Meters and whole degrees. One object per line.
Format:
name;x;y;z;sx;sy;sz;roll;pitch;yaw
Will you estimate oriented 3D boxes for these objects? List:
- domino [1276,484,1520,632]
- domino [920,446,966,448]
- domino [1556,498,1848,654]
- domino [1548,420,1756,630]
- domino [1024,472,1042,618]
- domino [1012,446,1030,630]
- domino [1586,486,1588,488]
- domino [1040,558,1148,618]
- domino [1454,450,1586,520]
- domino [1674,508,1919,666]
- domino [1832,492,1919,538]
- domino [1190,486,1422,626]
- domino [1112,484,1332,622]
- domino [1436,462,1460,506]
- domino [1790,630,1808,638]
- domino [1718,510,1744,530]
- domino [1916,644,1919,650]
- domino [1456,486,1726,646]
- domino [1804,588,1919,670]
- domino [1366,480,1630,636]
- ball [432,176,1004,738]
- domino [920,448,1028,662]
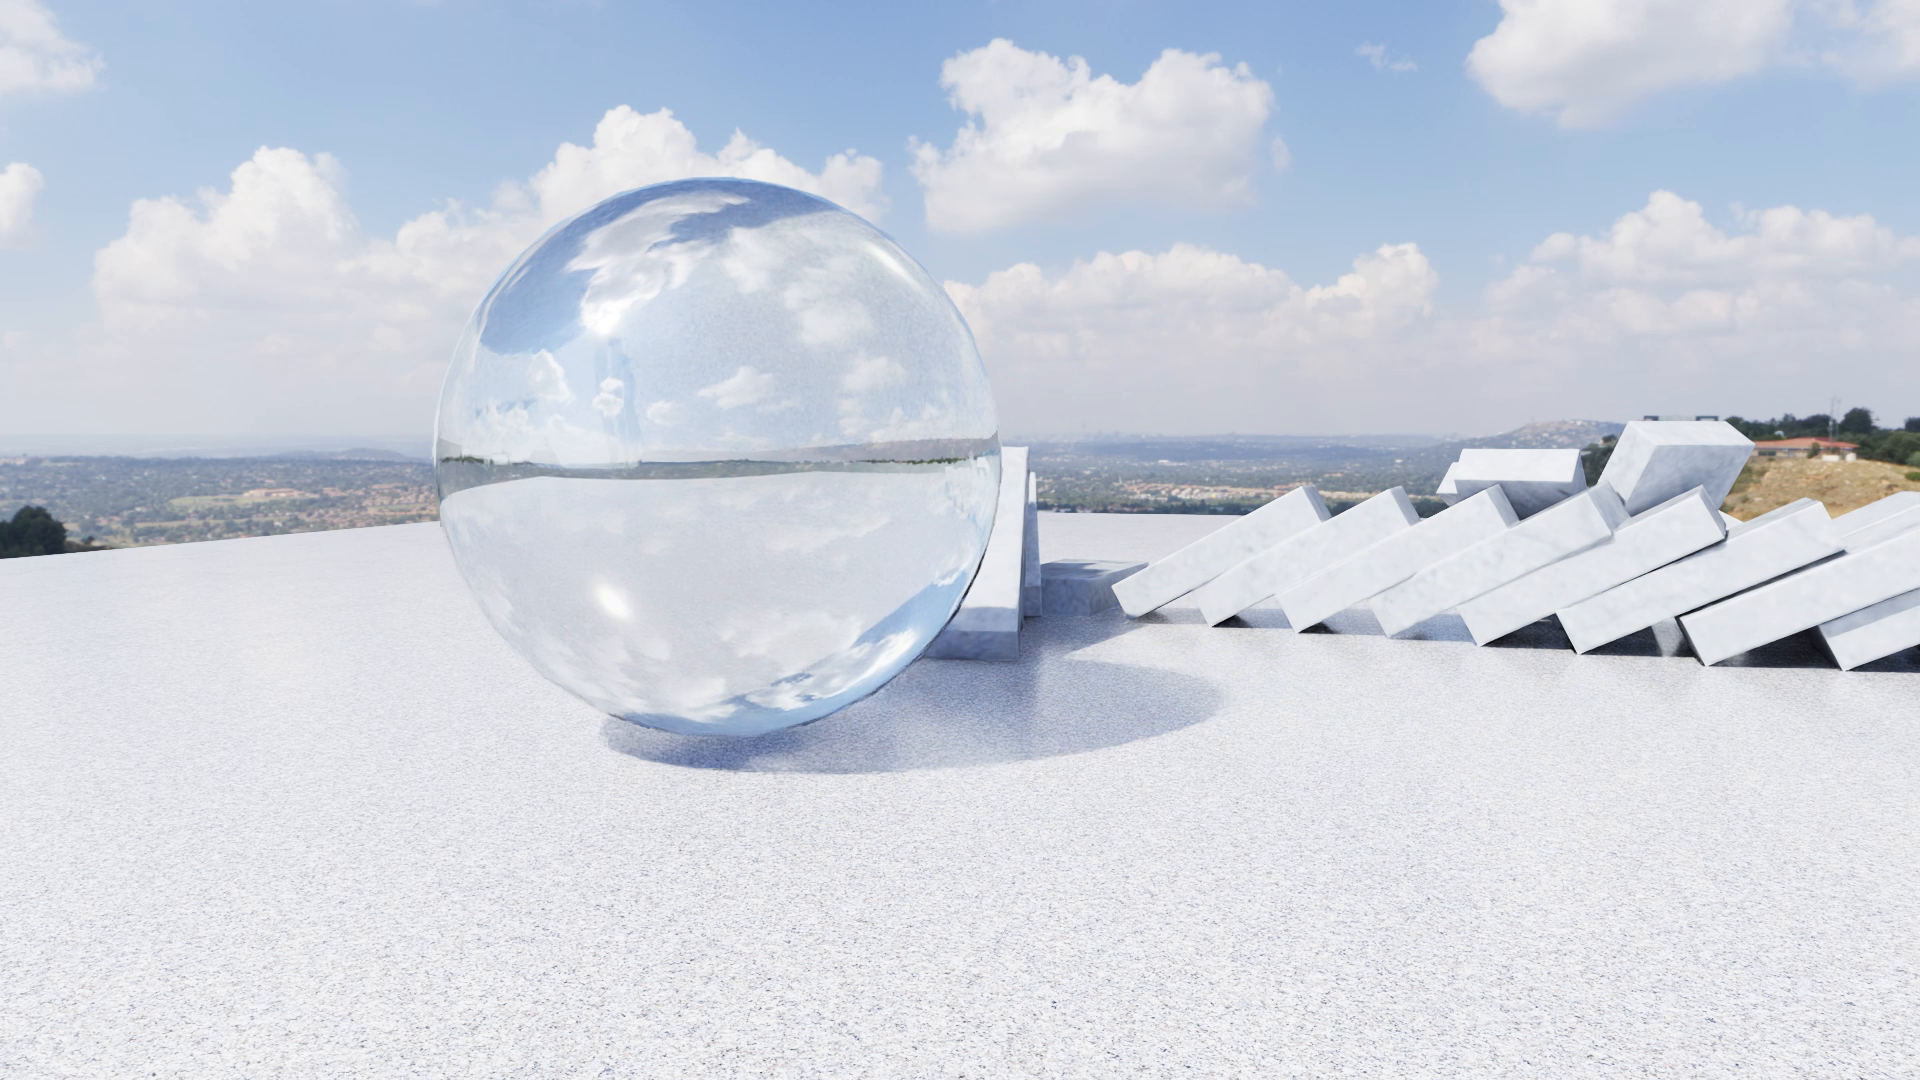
domino;0.098;0.004;0.289;0.050;0.009;0.025;-31;-10;28
domino;0.001;0.000;0.293;0.025;0.009;0.050;1;48;6
domino;0.148;0.007;0.260;0.050;0.010;0.025;-29;-9;26
domino;0.151;-0.003;0.285;0.025;0.050;0.009;-1;37;-14
domino;0.007;0.001;0.325;0.025;0.009;0.050;-3;35;3
domino;0.003;-0.001;0.307;0.025;0.009;0.050;0;48;6
domino;0.187;0.000;0.348;0.050;0.009;0.025;35;17;30
domino;0.031;0.012;0.342;0.025;0.009;0.050;2;5;25
domino;0.136;-0.001;0.304;0.025;0.009;0.050;3;-38;37
domino;0.166;0.008;0.248;0.050;0.010;0.025;-27;-7;23
domino;0.179;0.005;0.271;0.050;0.010;0.025;-27;-6;19
domino;0.081;0.004;0.300;0.050;0.010;0.025;-30;-9;24
domino;0.063;0.003;0.308;0.050;0.010;0.025;-30;-8;21
domino;0.146;-0.001;0.324;0.050;0.009;0.025;39;-15;-24
domino;0.205;0.007;0.288;0.050;0.009;0.025;-27;14;-21
domino;0.203;0.001;0.333;0.050;0.010;0.025;35;17;29
domino;0.212;0.008;0.244;0.050;0.009;0.025;-28;2;9
domino;0.132;0.005;0.268;0.050;0.009;0.025;-32;-10;31
domino;0.189;0.008;0.243;0.050;0.009;0.025;-28;-5;23
domino;0.116;0.004;0.277;0.050;0.009;0.025;-33;-11;35
ball;-0.034;-0.012;0.187;0.080;0.080;0.080;0;4;0
domino;0.001;0.002;0.266;0.025;0.009;0.050;0;48;6
